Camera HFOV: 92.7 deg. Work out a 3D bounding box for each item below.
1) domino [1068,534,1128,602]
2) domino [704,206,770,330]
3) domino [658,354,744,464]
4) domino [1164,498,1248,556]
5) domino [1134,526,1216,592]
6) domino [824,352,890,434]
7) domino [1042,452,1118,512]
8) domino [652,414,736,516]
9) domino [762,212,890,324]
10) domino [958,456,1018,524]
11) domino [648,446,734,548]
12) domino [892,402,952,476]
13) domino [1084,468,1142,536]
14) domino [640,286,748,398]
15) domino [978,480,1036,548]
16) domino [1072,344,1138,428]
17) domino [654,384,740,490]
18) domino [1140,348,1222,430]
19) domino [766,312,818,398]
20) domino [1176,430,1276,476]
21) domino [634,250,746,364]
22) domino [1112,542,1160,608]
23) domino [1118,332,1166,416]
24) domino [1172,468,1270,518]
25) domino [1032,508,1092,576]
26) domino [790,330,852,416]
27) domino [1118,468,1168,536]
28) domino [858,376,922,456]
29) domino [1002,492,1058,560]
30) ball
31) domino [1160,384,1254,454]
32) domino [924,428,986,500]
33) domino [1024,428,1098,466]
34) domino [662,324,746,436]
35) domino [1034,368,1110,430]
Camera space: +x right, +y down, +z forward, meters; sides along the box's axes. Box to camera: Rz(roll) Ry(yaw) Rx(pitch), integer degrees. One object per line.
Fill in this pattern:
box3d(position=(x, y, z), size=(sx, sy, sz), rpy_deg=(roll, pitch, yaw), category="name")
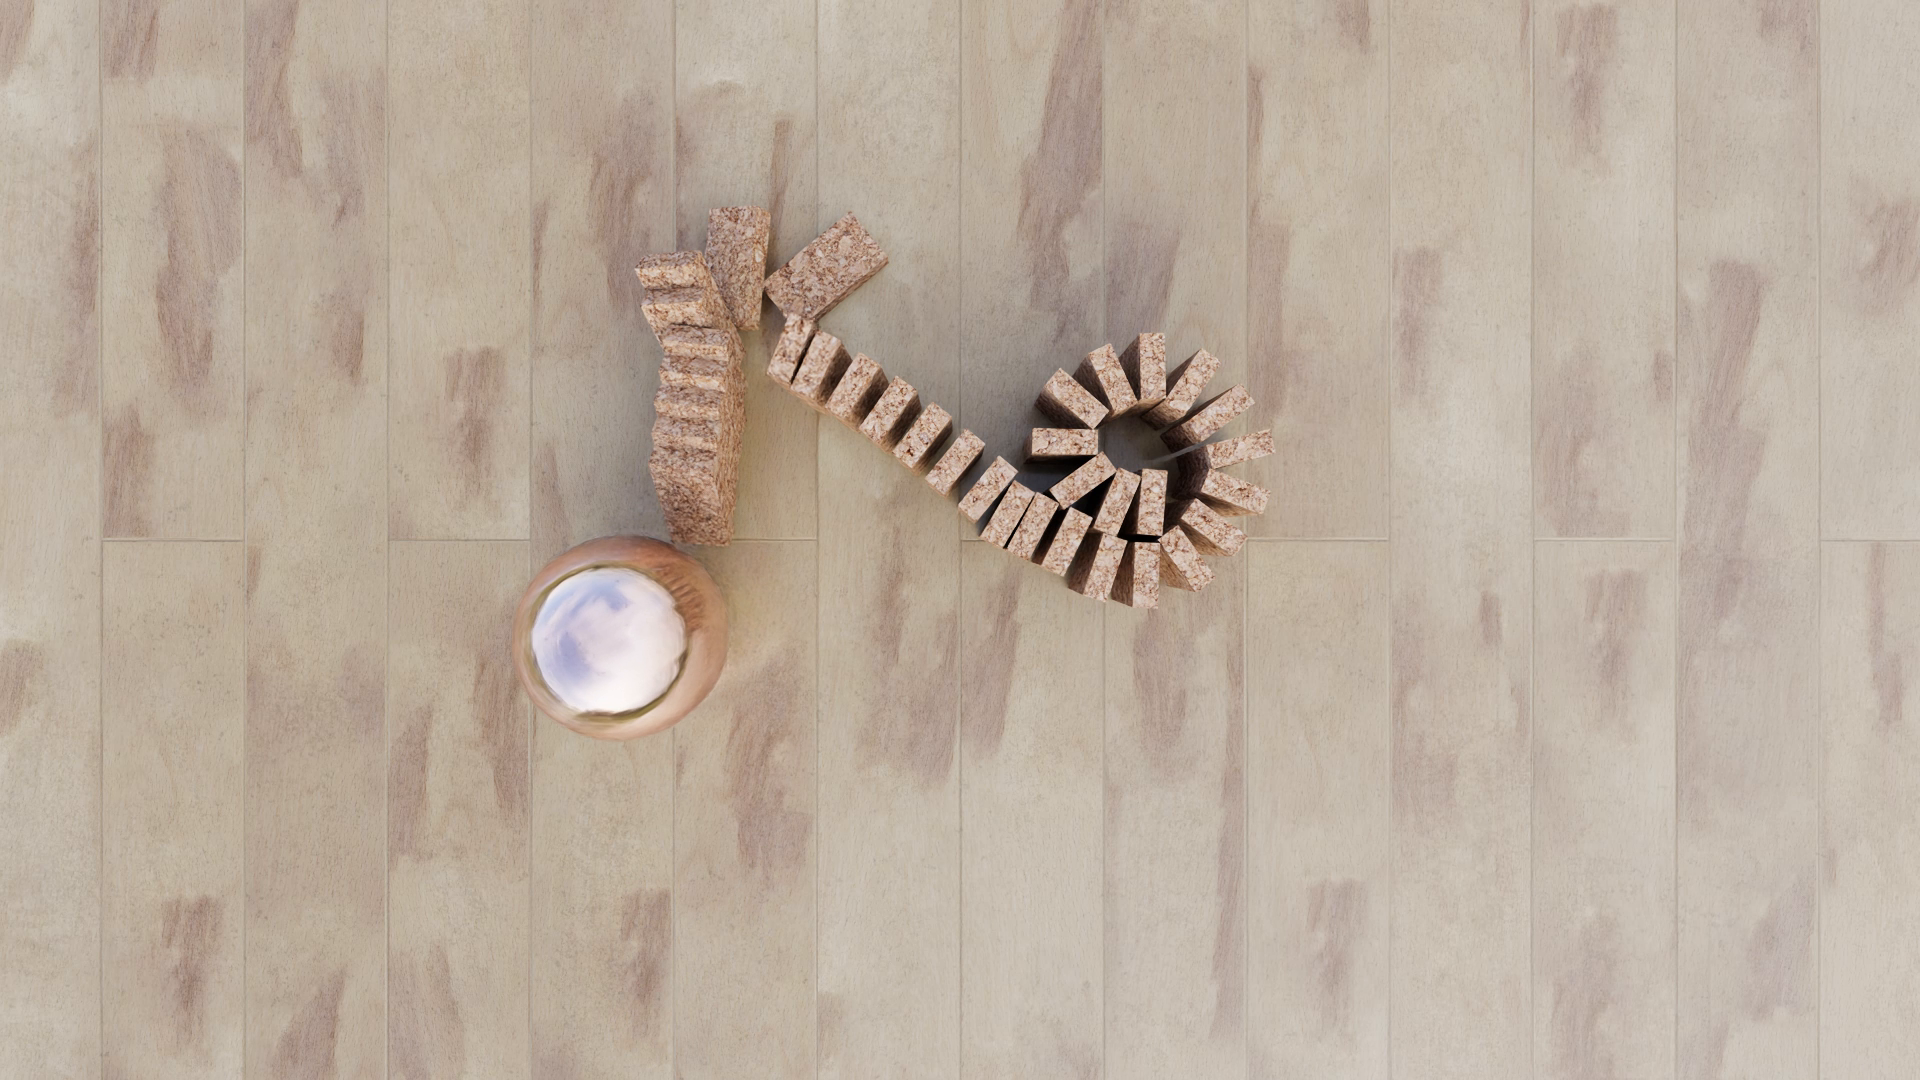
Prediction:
box3d(position=(0.055, 0.011, 0.375), size=(0.009, 0.050, 0.025), rpy_deg=(19, 90, 0), category="domino")
box3d(position=(-0.096, -0.115, 0.391), size=(0.025, 0.009, 0.050), rpy_deg=(6, 90, 25), category="domino")
box3d(position=(-0.106, -0.053, 0.377), size=(0.025, 0.050, 0.009), rpy_deg=(7, 52, 0), category="domino")
box3d(position=(0.097, -0.005, 0.375), size=(0.025, 0.050, 0.009), rpy_deg=(36, 90, 0), category="domino")
box3d(position=(0.087, 0.007, 0.375), size=(0.010, 0.050, 0.025), rpy_deg=(-36, 90, 0), category="domino")
box3d(position=(-0.041, -0.059, 0.375), size=(0.009, 0.050, 0.025), rpy_deg=(32, 90, 0), category="domino")
box3d(position=(0.047, -0.023, 0.375), size=(0.025, 0.050, 0.009), rpy_deg=(-36, 90, 0), category="domino")
box3d(position=(-0.109, -0.029, 0.377), size=(0.025, 0.050, 0.009), rpy_deg=(6, 52, 0), category="domino")
box3d(position=(-0.058, -0.115, 0.395), size=(0.050, 0.010, 0.025), rpy_deg=(-39, 90, 0), category="domino")
box3d(position=(0.011, -0.020, 0.375), size=(0.009, 0.050, 0.025), rpy_deg=(40, 90, 0), category="domino")
box3d(position=(-0.110, -0.017, 0.377), size=(0.025, 0.050, 0.010), rpy_deg=(6, 53, 0), category="domino")
box3d(position=(-0.015, -0.040, 0.375), size=(0.009, 0.050, 0.025), rpy_deg=(38, 90, 0), category="domino")
box3d(position=(0.060, -0.014, 0.375), size=(0.010, 0.050, 0.025), rpy_deg=(23, 90, 0), category="domino")
box3d(position=(-0.108, -0.079, 0.376), size=(0.025, 0.050, 0.010), rpy_deg=(-1, 50, 10), category="domino")
box3d(position=(0.018, -0.010, 0.375), size=(0.010, 0.050, 0.025), rpy_deg=(31, 90, 0), category="domino")
box3d(position=(0.058, -0.062, 0.375), size=(0.009, 0.050, 0.025), rpy_deg=(-25, 90, 0), category="domino")
box3d(position=(-0.108, -0.041, 0.377), size=(0.025, 0.050, 0.009), rpy_deg=(6, 52, 0), category="domino")
box3d(position=(0.089, -0.060, 0.375), size=(0.009, 0.050, 0.025), rpy_deg=(35, 90, 0), category="domino")
box3d(position=(-0.065, -0.074, 0.375), size=(0.009, 0.050, 0.025), rpy_deg=(22, 90, 0), category="domino")
box3d(position=(0.107, -0.035, 0.375), size=(0.025, 0.050, 0.009), rpy_deg=(-14, 90, 0), category="domino")
box3d(position=(-0.109, -0.093, 0.375), size=(0.025, 0.050, 0.009), rpy_deg=(0, 50, 14), category="domino")
box3d(position=(0.071, 0.014, 0.375), size=(0.009, 0.050, 0.025), rpy_deg=(2, 90, 0), category="domino")
box3d(position=(0.074, -0.067, 0.375), size=(0.010, 0.050, 0.025), rpy_deg=(-1, 90, 0), category="domino")
box3d(position=(0.105, -0.019, 0.375), size=(0.025, 0.050, 0.009), rpy_deg=(21, 90, 0), category="domino")
box3d(position=(0.041, 0.001, 0.375), size=(0.009, 0.050, 0.025), rpy_deg=(27, 90, 0), category="domino")
box3d(position=(-0.055, -0.067, 0.375), size=(0.009, 0.050, 0.025), rpy_deg=(25, 90, 0), category="domino")
box3d(position=(0.074, -0.014, 0.375), size=(0.009, 0.050, 0.025), rpy_deg=(5, 90, 0), category="domino")
box3d(position=(-0.028, -0.050, 0.375), size=(0.010, 0.050, 0.025), rpy_deg=(35, 90, 0), category="domino")
box3d(position=(0.028, -0.005, 0.375), size=(0.010, 0.050, 0.025), rpy_deg=(28, 90, 0), category="domino")
box3d(position=(-0.131, 0.038, 0.360), size=(0.080, 0.080, 0.080), rpy_deg=(0, 90, 0), category="ball")
box3d(position=(0.100, -0.049, 0.375), size=(0.025, 0.050, 0.010), rpy_deg=(-36, 90, 0), category="domino")
box3d(position=(-0.002, -0.030, 0.375), size=(0.009, 0.050, 0.025), rpy_deg=(39, 90, 0), category="domino")
box3d(position=(0.040, -0.038, 0.375), size=(0.025, 0.050, 0.009), rpy_deg=(1, 90, 0), category="domino")
box3d(position=(-0.104, -0.065, 0.377), size=(0.025, 0.050, 0.009), rpy_deg=(6, 52, 0), category="domino")
box3d(position=(0.045, -0.054, 0.375), size=(0.025, 0.050, 0.009), rpy_deg=(41, 90, 0), category="domino")
